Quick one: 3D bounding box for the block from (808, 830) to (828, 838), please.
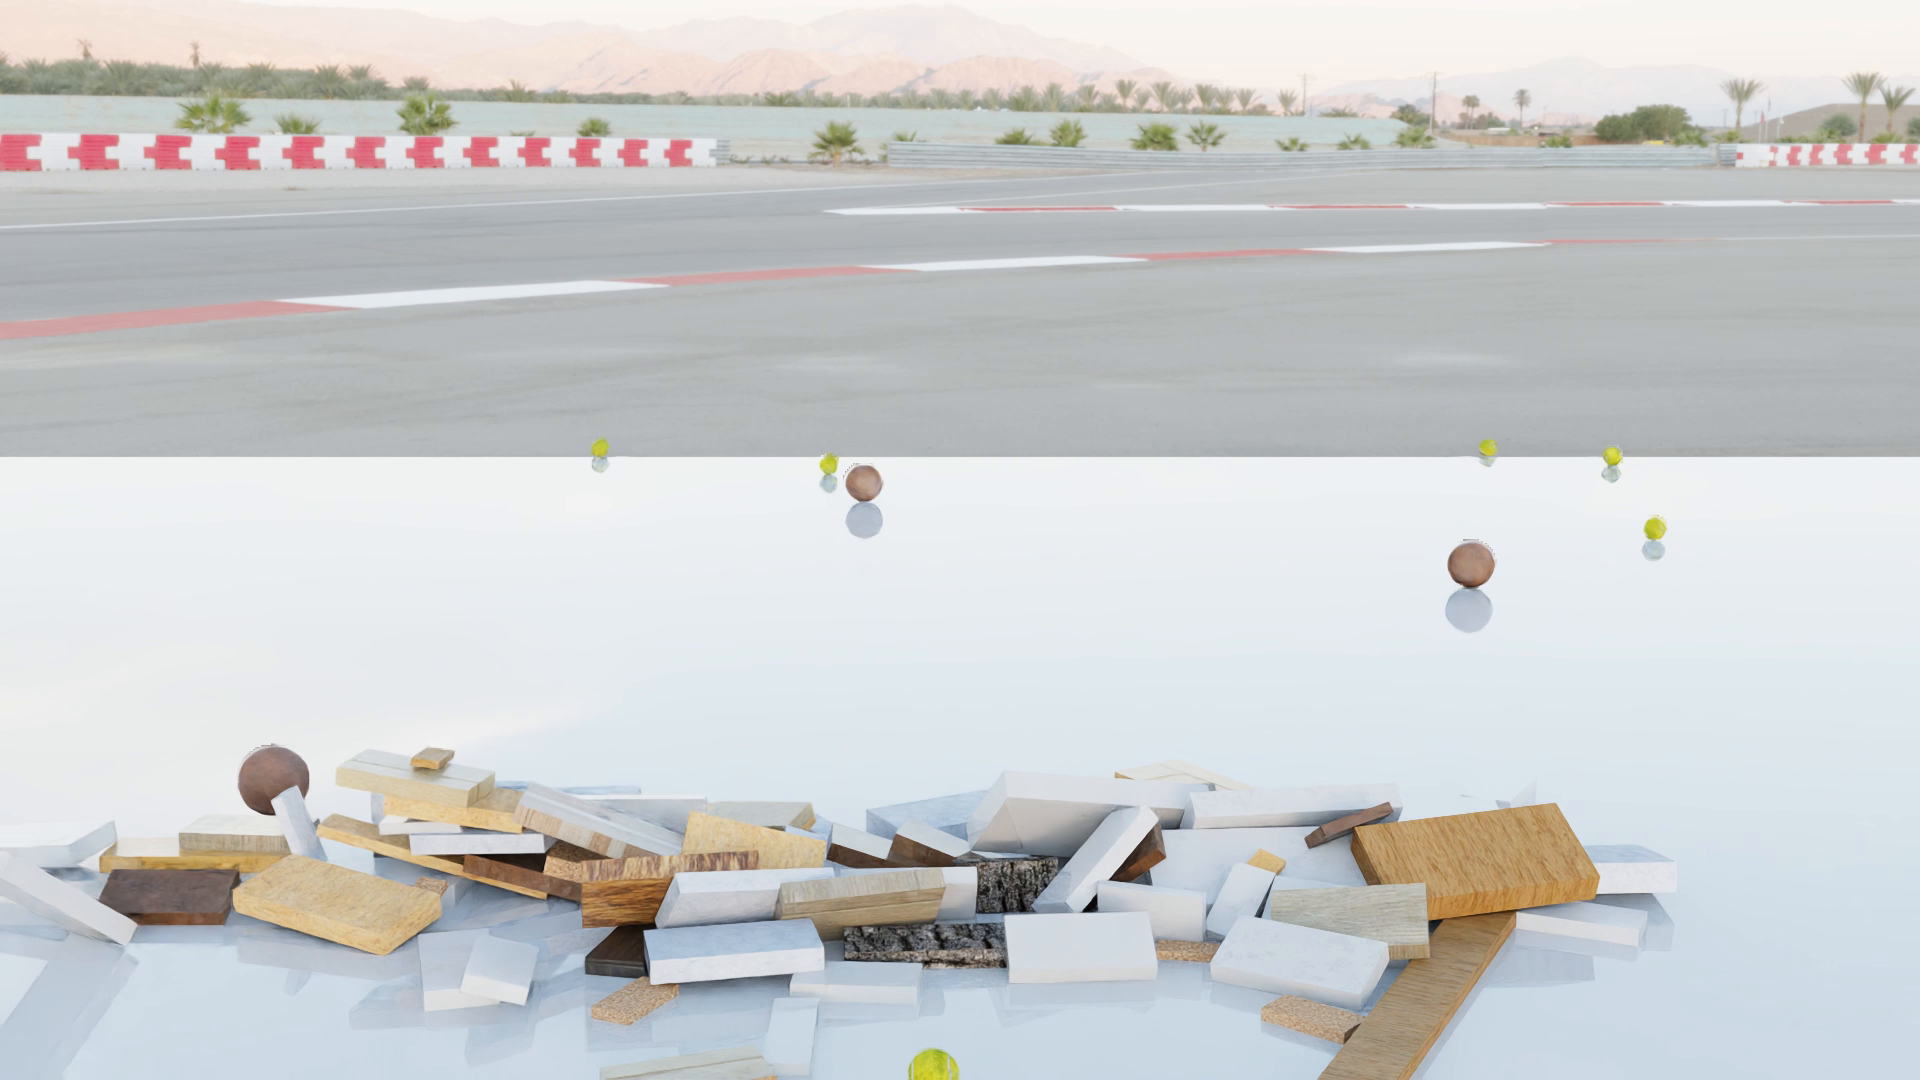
[{"bbox_3d":[-0.288,0.523,3.820,0.064,0.018,0.128,-25,21,-39],"label":"block"}]

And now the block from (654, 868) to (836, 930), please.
[{"bbox_3d":[-0.331,0.562,3.409,0.256,0.128,0.036,2,48,-26],"label":"block"}]

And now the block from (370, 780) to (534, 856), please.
[{"bbox_3d":[-0.880,0.491,3.823,0.275,0.137,0.039,0,10,-2],"label":"block"}]

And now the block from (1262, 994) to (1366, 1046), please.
[{"bbox_3d":[0.504,0.681,3.126,0.136,0.019,0.068,9,14,40],"label":"block"}]

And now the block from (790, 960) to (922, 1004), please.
[{"bbox_3d":[-0.152,0.654,3.253,0.186,0.026,0.093,1,11,4],"label":"block"}]

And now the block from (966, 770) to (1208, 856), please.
[{"bbox_3d":[0.218,0.469,3.708,0.374,0.179,0.051,6,51,-21],"label":"block"}]

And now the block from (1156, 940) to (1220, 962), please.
[{"bbox_3d":[0.352,0.634,3.393,0.097,0.014,0.049,2,11,10],"label":"block"}]

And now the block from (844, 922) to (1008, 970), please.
[{"bbox_3d":[0.037,0.625,3.392,0.431,0.031,0.111,-1,11,-4],"label":"block"}]

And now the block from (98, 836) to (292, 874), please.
[{"bbox_3d":[-1.274,0.530,3.702,0.310,0.029,0.102,0,11,0],"label":"block"}]

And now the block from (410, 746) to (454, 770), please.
[{"bbox_3d":[-0.882,0.364,3.681,0.047,0.013,0.095,8,7,2],"label":"block"}]

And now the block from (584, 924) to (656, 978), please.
[{"bbox_3d":[-0.494,0.623,3.418,0.094,0.027,0.233,2,11,12],"label":"block"}]

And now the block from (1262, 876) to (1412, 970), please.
[{"bbox_3d":[0.591,0.592,3.410,0.236,0.033,0.118,5,43,24],"label":"block"}]

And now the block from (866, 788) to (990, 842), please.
[{"bbox_3d":[0.002,0.508,3.993,0.309,0.044,0.154,-6,12,-29],"label":"block"}]

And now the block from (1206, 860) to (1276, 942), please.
[{"bbox_3d":[0.441,0.574,3.469,0.068,0.019,0.136,15,52,26],"label":"block"}]

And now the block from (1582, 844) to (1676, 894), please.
[{"bbox_3d":[0.935,0.551,3.670,0.464,0.050,0.175,-1,1,-3],"label":"block"}]

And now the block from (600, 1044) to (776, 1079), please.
[{"bbox_3d":[-0.360,0.716,2.906,0.213,0.030,0.107,-4,11,-20],"label":"block"}]

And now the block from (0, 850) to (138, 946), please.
[{"bbox_3d":[-1.404,0.542,3.365,0.135,0.038,0.270,5,-29,31],"label":"block"}]

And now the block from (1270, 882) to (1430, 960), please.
[{"bbox_3d":[0.595,0.587,3.362,0.236,0.033,0.118,-5,40,13],"label":"block"}]

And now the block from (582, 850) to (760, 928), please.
[{"bbox_3d":[-0.451,0.543,3.420,0.271,0.135,0.038,-2,50,-11],"label":"block"}]

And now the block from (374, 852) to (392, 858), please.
[{"bbox_3d":[-0.964,0.543,3.795,0.094,0.047,0.013,1,11,8],"label":"block"}]

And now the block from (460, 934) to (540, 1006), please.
[{"bbox_3d":[-0.674,0.629,3.227,0.093,0.026,0.186,14,6,-8],"label":"block"}]

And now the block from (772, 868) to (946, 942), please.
[{"bbox_3d":[-0.159,0.573,3.429,0.256,0.128,0.036,-3,50,-17],"label":"block"}]

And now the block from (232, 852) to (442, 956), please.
[{"bbox_3d":[-0.993,0.579,3.506,0.305,0.039,0.137,10,23,25],"label":"block"}]

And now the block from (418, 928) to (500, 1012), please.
[{"bbox_3d":[-0.754,0.643,3.301,0.107,0.030,0.240,-3,11,-15],"label":"block"}]

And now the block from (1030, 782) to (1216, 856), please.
[{"bbox_3d":[0.282,0.488,3.833,0.309,0.154,0.044,-2,55,-10],"label":"block"}]

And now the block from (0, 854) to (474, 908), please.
[{"bbox_3d":[-1.337,0.568,3.681,1.025,0.038,0.135,0,11,2],"label":"block"}]

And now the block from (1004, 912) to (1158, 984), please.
[{"bbox_3d":[0.181,0.616,3.322,0.221,0.031,0.111,-1,36,-4],"label":"block"}]

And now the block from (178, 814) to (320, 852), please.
[{"bbox_3d":[-1.203,0.497,3.725,0.204,0.029,0.102,1,11,6],"label":"block"}]

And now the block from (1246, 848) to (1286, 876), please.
[{"bbox_3d":[0.480,0.538,3.538,0.049,0.014,0.097,24,40,28],"label":"block"}]

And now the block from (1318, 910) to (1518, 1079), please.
[{"bbox_3d":[0.634,0.679,3.114,0.094,0.027,0.971,5,12,26],"label":"block"}]

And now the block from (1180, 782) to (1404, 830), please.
[{"bbox_3d":[0.552,0.493,3.718,0.357,0.179,0.051,-2,47,-9],"label":"block"}]

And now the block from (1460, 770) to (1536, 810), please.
[{"bbox_3d":[1.027,0.480,4.188,0.094,0.027,0.188,6,12,28],"label":"block"}]

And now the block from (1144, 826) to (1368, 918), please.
[{"bbox_3d":[0.480,0.547,3.581,0.350,0.050,0.175,-1,35,-4],"label":"block"}]

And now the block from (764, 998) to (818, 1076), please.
[{"bbox_3d":[-0.235,0.692,3.071,0.064,0.018,0.227,0,11,-1],"label":"block"}]
